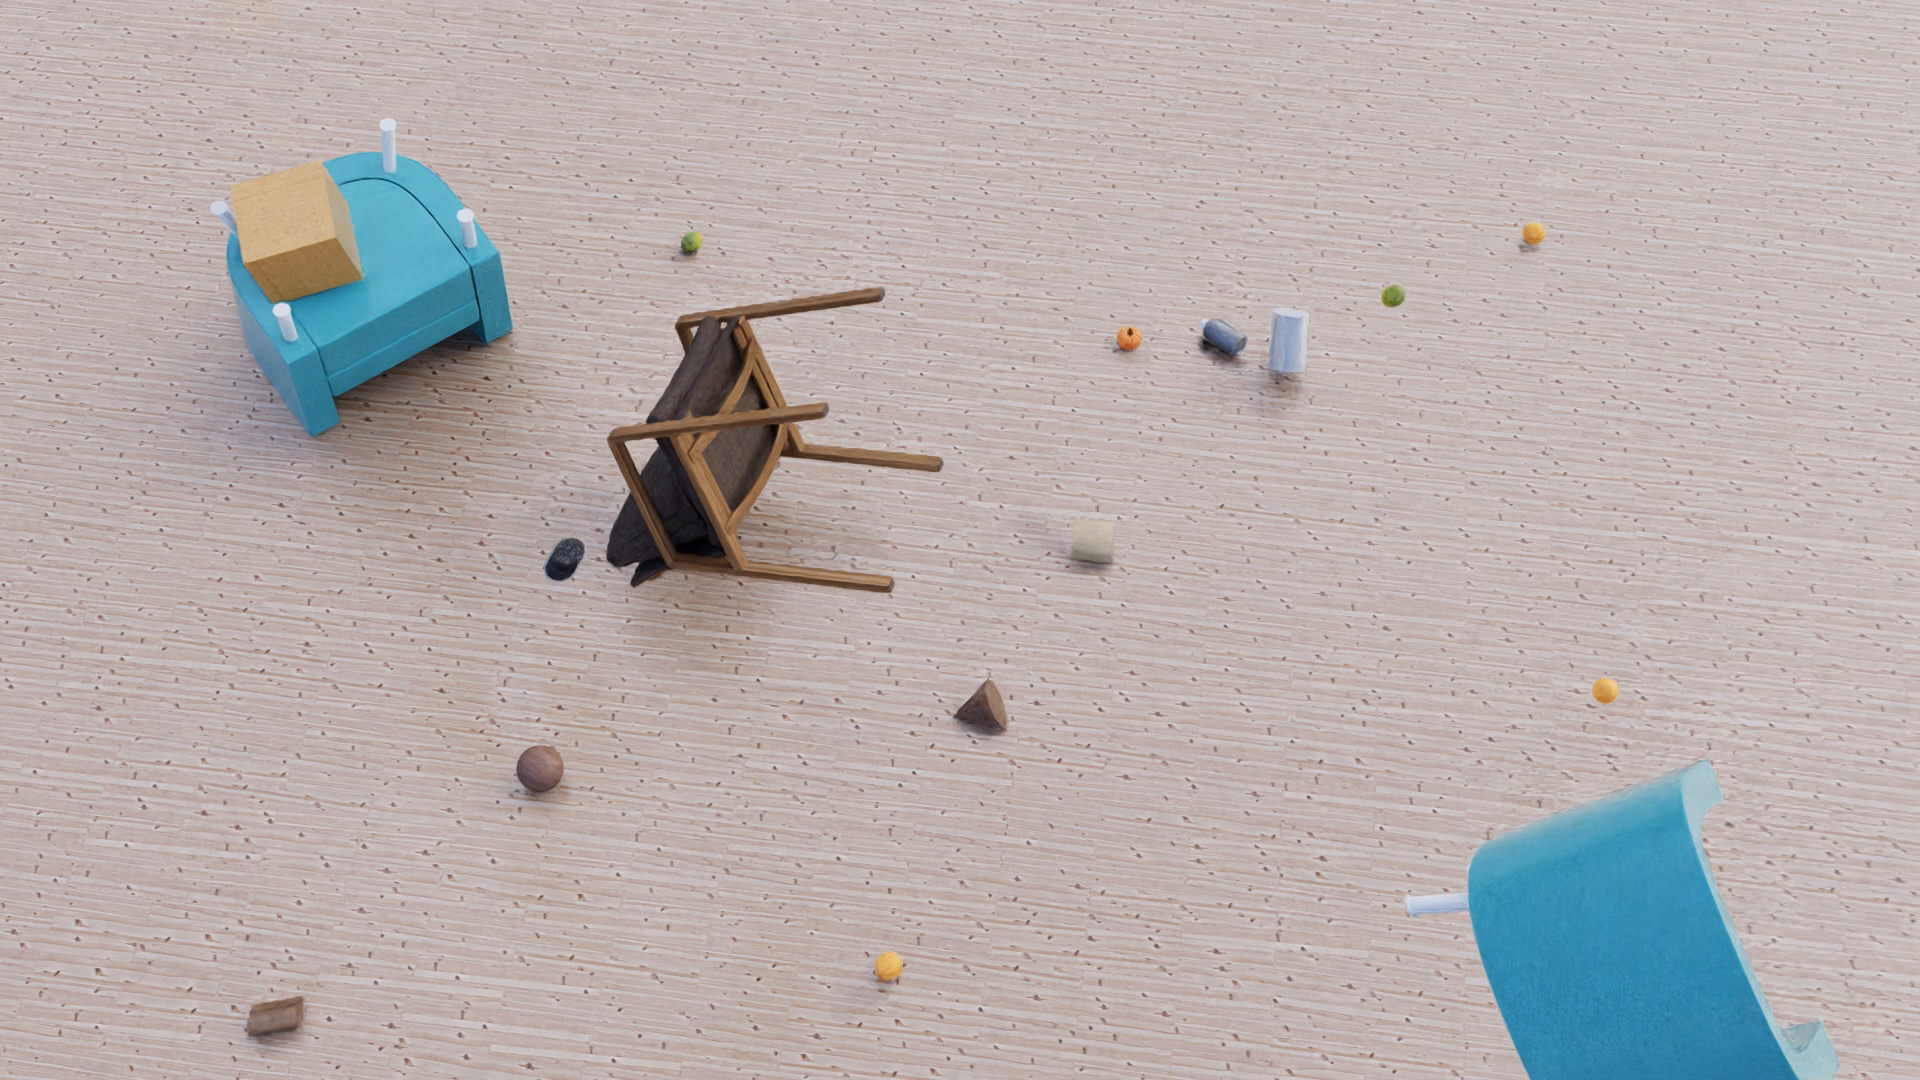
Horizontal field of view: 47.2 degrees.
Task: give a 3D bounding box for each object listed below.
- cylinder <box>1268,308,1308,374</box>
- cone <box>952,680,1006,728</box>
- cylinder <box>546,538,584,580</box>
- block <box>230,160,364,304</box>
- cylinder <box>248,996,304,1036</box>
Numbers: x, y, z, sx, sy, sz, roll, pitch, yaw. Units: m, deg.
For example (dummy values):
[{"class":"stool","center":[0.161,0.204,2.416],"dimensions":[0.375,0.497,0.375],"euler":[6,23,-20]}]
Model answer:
[{"class":"cylinder","center":[1.022,-0.621,6.848],"dimensions":[0.107,0.174,0.159],"euler":[-1,16,-10]},{"class":"cone","center":[0.040,0.482,6.213],"dimensions":[0.139,0.147,0.123],"euler":[-20,10,18]},{"class":"cylinder","center":[-1.106,0.054,6.157],"dimensions":[0.075,0.096,0.096],"euler":[46,51,4]},{"class":"block","center":[-1.933,-0.895,6.411],"dimensions":[0.271,0.238,0.273],"euler":[-17,66,-2]},{"class":"cylinder","center":[-1.774,1.235,5.700],"dimensions":[0.125,0.048,0.122],"euler":[-9,26,-6]}]
